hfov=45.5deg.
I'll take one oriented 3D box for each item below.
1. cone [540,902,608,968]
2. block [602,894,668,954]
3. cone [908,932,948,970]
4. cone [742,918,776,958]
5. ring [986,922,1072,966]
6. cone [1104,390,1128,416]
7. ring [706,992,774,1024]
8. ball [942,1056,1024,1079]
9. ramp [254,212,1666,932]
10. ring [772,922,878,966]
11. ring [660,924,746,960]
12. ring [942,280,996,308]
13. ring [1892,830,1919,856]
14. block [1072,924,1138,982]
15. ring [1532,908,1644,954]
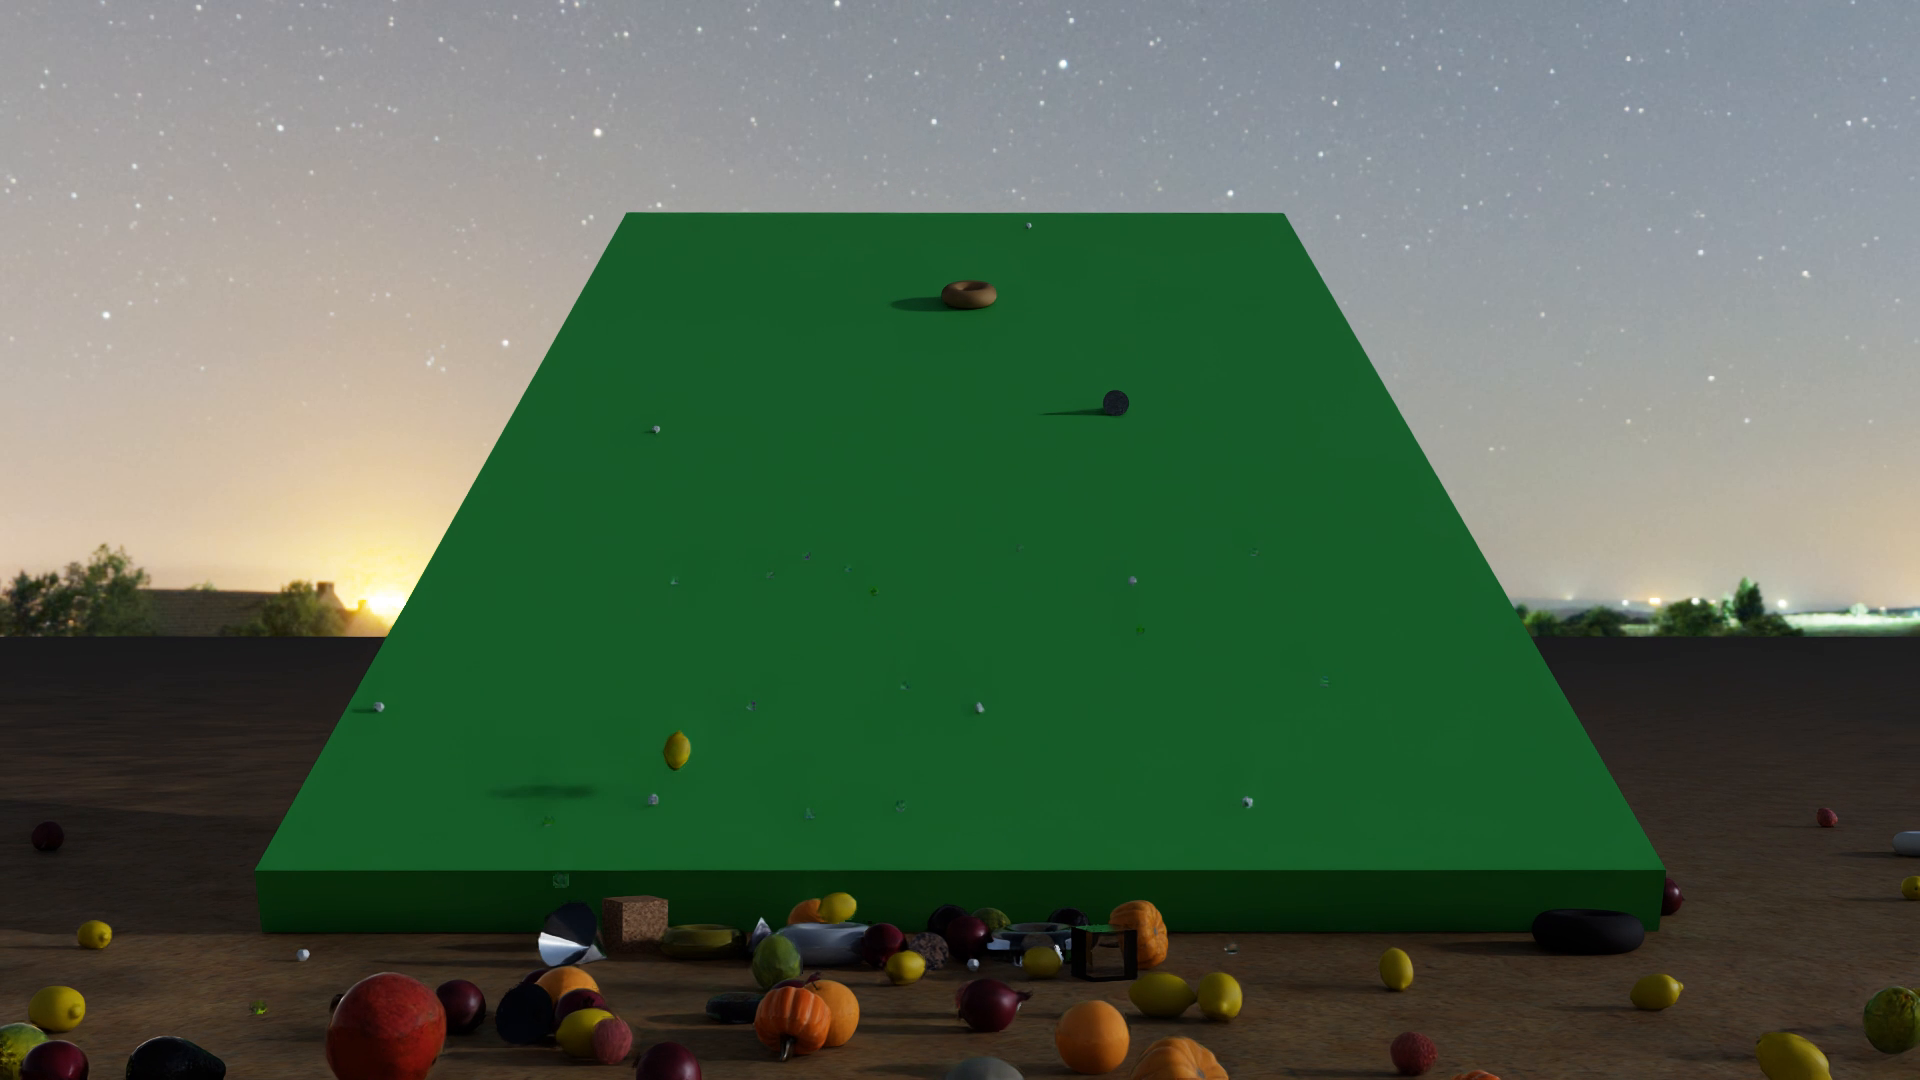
[{"bbox_3d":[-0.483,0.529,2.975,0.090,0.090,0.090,-1,-29,31],"label":"cone"},{"bbox_3d":[-0.441,0.521,3.107,0.067,0.067,0.067,1,-3,-33],"label":"block"},{"bbox_3d":[-0.045,0.536,2.933,0.052,0.052,0.052,0,-29,-11],"label":"cone"},{"bbox_3d":[-0.249,0.537,3.019,0.059,0.059,0.059,27,-2,0],"label":"cone"},{"bbox_3d":[0.101,0.527,2.984,0.134,0.045,0.134,-1,-1,0],"label":"ring"},{"bbox_3d":[0.349,-0.305,5.173,0.058,0.058,0.058,0,-5,-3],"label":"cone"},{"bbox_3d":[-0.245,0.519,2.540,0.075,0.025,0.075,1,-1,0],"label":"ring"},{"bbox_3d":[0.020,0.465,1.878,0.081,0.081,0.081,0,-2,0],"label":"ball"},{"bbox_3d":[-0.006,-0.218,5.121,2.000,0.100,4.000,0,21,0],"label":"ramp"},{"bbox_3d":[-0.175,0.526,2.987,0.140,0.047,0.140,0,-4,0],"label":"ring"},{"bbox_3d":[-0.340,0.532,3.031,0.116,0.039,0.116,1,-4,0],"label":"ring"},{"bbox_3d":[0.024,-0.643,6.000,0.146,0.049,0.146,-1,22,0],"label":"ring"},{"bbox_3d":[1.859,0.583,4.391,0.132,0.044,0.132,0,-4,0],"label":"ring"},{"bbox_3d":[0.179,0.513,2.845,0.061,0.061,0.061,1,-2,-22],"label":"block"},{"bbox_3d":[0.851,0.530,3.102,0.148,0.049,0.148,1,-3,0],"label":"ring"}]
